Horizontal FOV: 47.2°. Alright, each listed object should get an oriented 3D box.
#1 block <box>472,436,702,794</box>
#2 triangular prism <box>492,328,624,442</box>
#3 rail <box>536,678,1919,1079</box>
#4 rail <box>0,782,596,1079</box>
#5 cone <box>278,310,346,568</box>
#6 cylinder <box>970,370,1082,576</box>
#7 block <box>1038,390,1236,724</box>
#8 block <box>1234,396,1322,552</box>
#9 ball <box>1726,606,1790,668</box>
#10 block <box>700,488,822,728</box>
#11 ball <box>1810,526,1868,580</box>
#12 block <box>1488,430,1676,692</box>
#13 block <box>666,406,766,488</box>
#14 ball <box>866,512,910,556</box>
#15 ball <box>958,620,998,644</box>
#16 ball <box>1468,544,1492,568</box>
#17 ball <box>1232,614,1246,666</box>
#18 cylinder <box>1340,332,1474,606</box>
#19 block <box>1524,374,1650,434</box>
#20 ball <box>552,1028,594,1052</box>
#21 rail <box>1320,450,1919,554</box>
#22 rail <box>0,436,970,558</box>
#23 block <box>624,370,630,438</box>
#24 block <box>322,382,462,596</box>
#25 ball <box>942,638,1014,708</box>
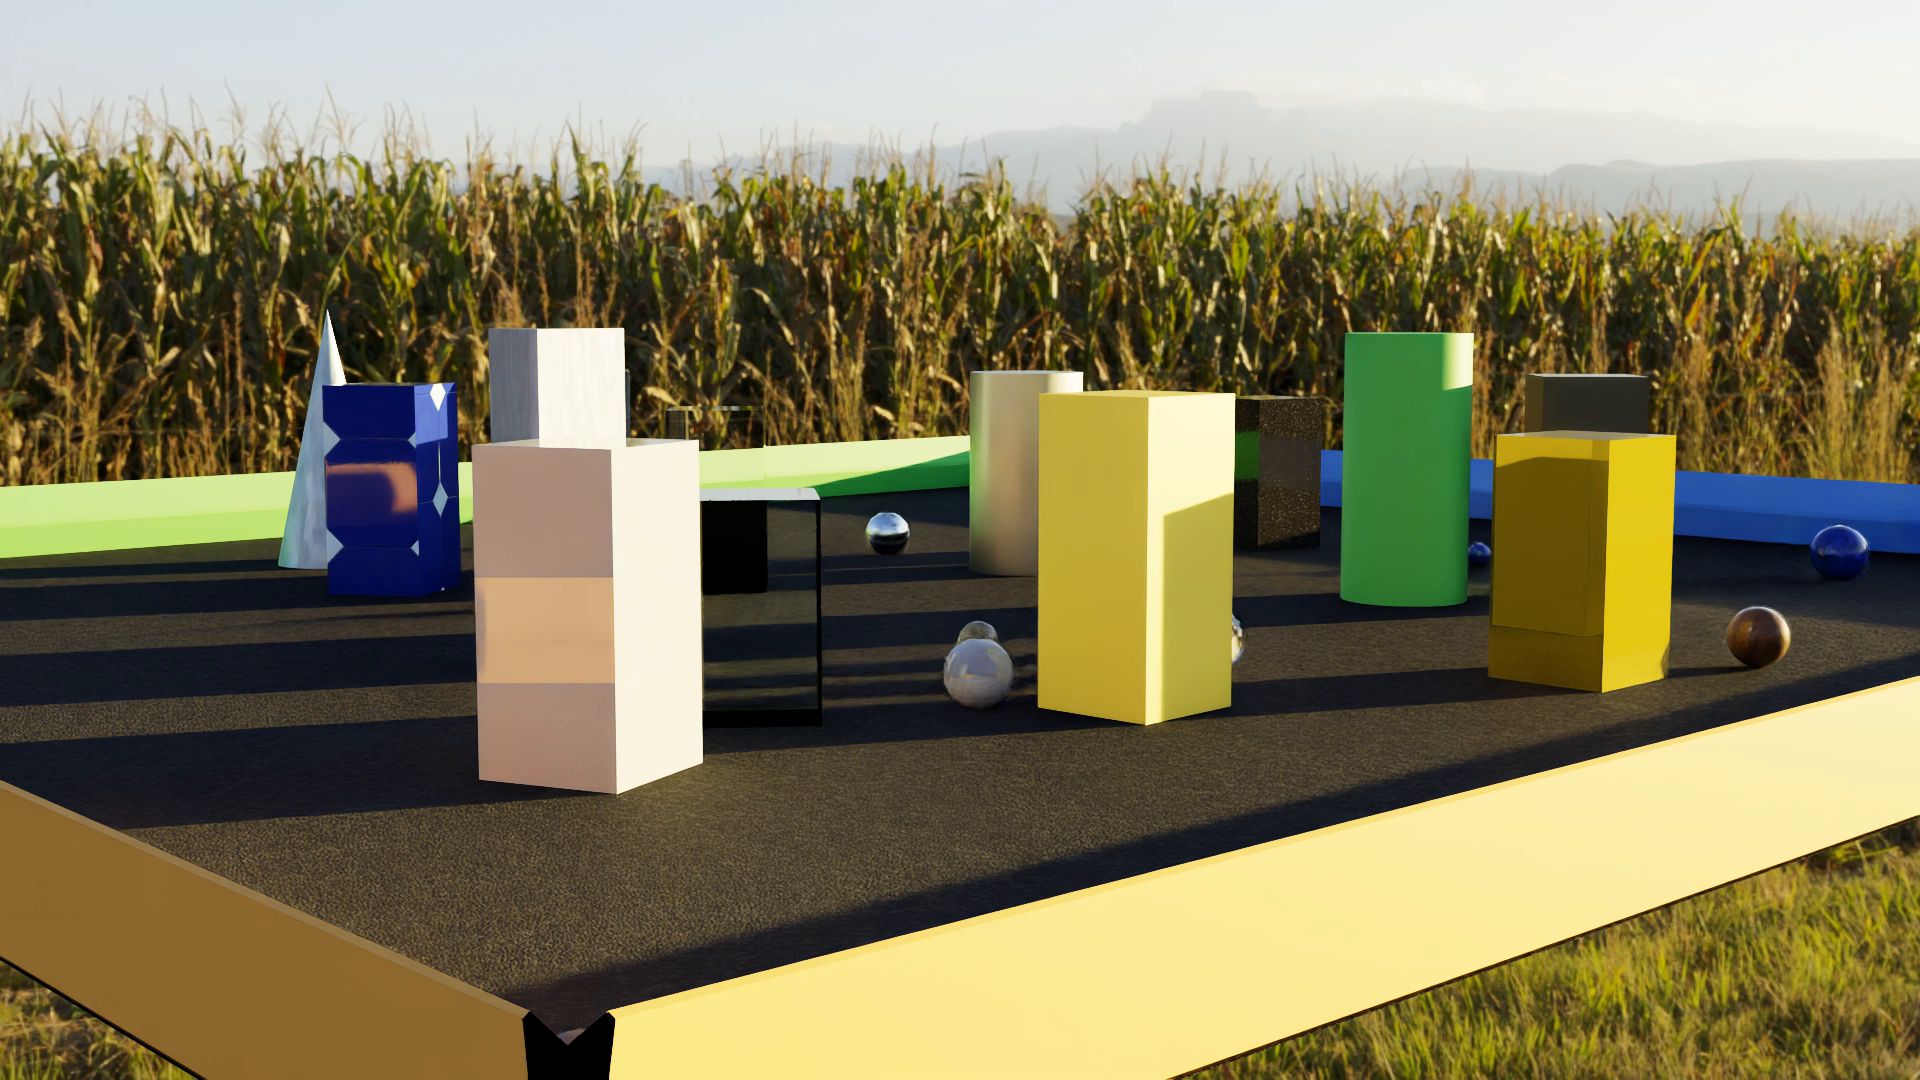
[{"bbox_3d":[-0.355,0.065,2.108,0.154,0.318,0.154,3,7,24],"label":"block"},{"bbox_3d":[-0.527,-0.053,2.746,0.144,0.420,0.166,4,7,31],"label":"triangular prism"},{"bbox_3d":[1.078,0.155,2.171,3.464,0.125,0.045,-6,8,-42],"label":"rail"},{"bbox_3d":[-1.256,0.154,2.180,0.045,0.125,3.225,-6,8,-42],"label":"rail"},{"bbox_3d":[-1.100,-0.181,3.847,0.192,0.444,0.192,0,6,0],"label":"cone"},{"bbox_3d":[0.112,-0.117,3.748,0.192,0.337,0.192,0,6,0],"label":"cylinder"},{"bbox_3d":[0.196,0.013,2.449,0.154,0.351,0.154,6,8,43],"label":"block"},{"bbox_3d":[0.567,-0.128,4.125,0.154,0.279,0.154,-4,7,-34],"label":"block"},{"bbox_3d":[0.993,0.121,2.737,0.076,0.076,0.076,0,6,0],"label":"ball"},{"bbox_3d":[-0.233,0.071,2.409,0.154,0.243,0.154,-1,6,-6],"label":"block"},{"bbox_3d":[1.442,0.021,3.609,0.091,0.091,0.091,0,6,0],"label":"ball"},{"bbox_3d":[0.749,0.020,2.651,0.154,0.293,0.154,-6,8,-44],"label":"block"},{"bbox_3d":[-0.392,-0.071,3.561,0.154,0.284,0.154,0,6,-4],"label":"block"},{"bbox_3d":[-0.131,-0.011,3.973,0.080,0.080,0.080,0,6,0],"label":"ball"},{"bbox_3d":[0.023,0.128,2.786,0.051,0.051,0.051,0,6,0],"label":"ball"},{"bbox_3d":[0.897,0.026,3.797,0.042,0.042,0.042,0,6,0],"label":"ball"},{"bbox_3d":[0.310,0.123,2.697,0.079,0.079,0.079,0,6,0],"label":"ball"},{"bbox_3d":[0.683,-0.113,3.369,0.192,0.407,0.192,0,6,0],"label":"cylinder"},{"bbox_3d":[0.950,-0.079,3.355,0.154,0.344,0.154,0,6,5],"label":"block"},{"bbox_3d":[-0.191,0.289,1.118,0.080,0.080,0.080,0,6,0],"label":"ball"},{"bbox_3d":[1.256,-0.089,4.484,0.045,0.125,3.225,-6,8,-42],"label":"rail"},{"bbox_3d":[-1.078,-0.090,4.493,3.464,0.125,0.045,-6,8,-42],"label":"rail"},{"bbox_3d":[-0.626,-0.110,3.660,0.154,0.342,0.154,-1,6,-9],"label":"block"},{"bbox_3d":[-0.897,-0.084,3.481,0.154,0.326,0.154,1,6,11],"label":"block"},{"bbox_3d":[0.020,0.149,2.457,0.079,0.079,0.079,0,6,0],"label":"ball"}]
